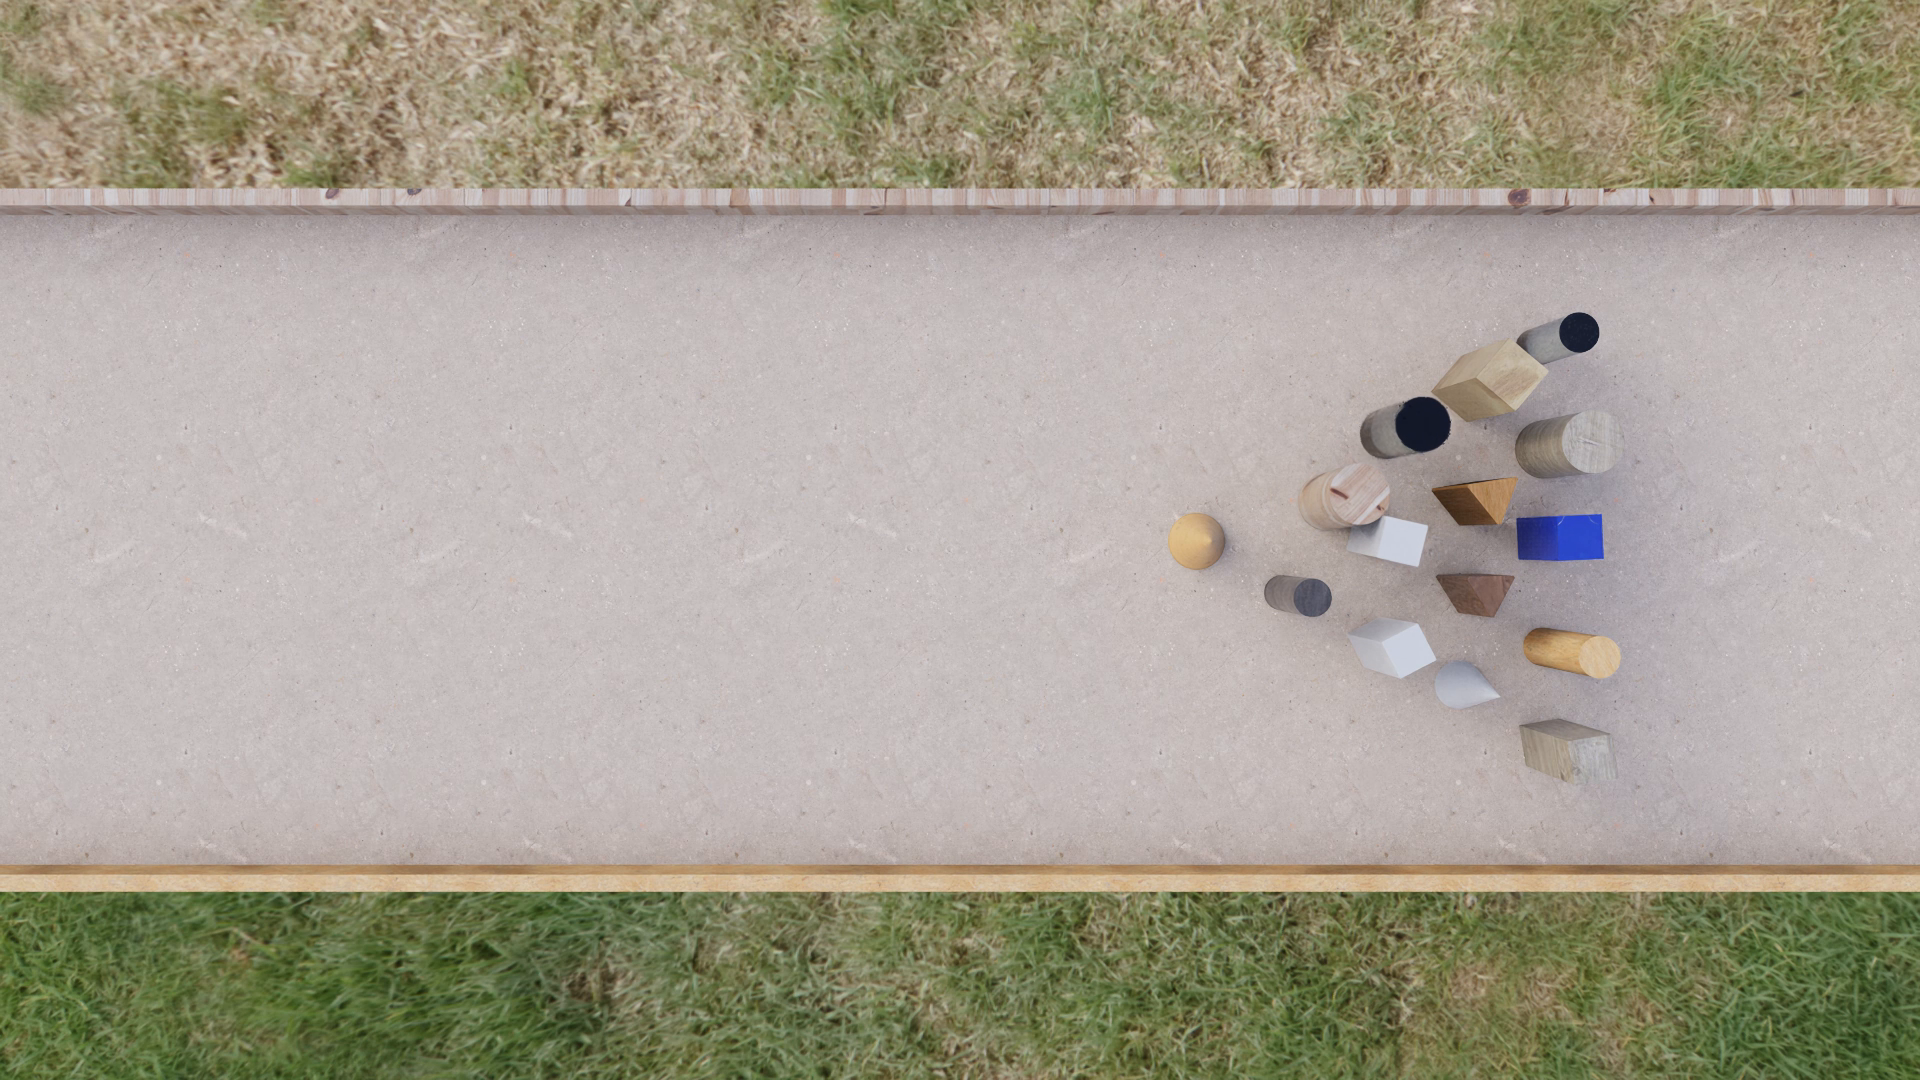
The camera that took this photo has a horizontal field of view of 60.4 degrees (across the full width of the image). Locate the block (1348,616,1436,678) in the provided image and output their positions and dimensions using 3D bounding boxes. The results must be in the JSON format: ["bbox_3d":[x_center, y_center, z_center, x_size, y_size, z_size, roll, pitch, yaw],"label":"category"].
[{"bbox_3d":[1.268,0.314,4.867,0.116,0.420,0.116,-27,90,0],"label":"block"}]

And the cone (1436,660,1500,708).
[{"bbox_3d":[1.536,0.446,4.882,0.149,0.389,0.149,0,90,0],"label":"cone"}]

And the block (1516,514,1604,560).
[{"bbox_3d":[1.780,-0.007,4.904,0.129,0.345,0.129,-3,90,0],"label":"block"}]

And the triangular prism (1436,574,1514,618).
[{"bbox_3d":[1.551,0.136,4.919,0.117,0.316,0.135,-32,90,0],"label":"triangular prism"}]

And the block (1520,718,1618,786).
[{"bbox_3d":[1.793,0.622,4.873,0.127,0.407,0.127,-10,90,0],"label":"block"}]

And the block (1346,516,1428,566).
[{"bbox_3d":[1.257,-0.004,4.874,0.120,0.399,0.120,13,93,0],"label":"block"}]

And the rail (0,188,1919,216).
[{"bbox_3d":[-2.247,-1.025,5.002,12.000,0.150,0.050,0,90,0],"label":"rail"}]

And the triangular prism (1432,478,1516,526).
[{"bbox_3d":[1.544,-0.139,4.894,0.124,0.365,0.143,-39,90,0],"label":"triangular prism"}]

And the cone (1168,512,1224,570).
[{"bbox_3d":[0.728,0.004,4.924,0.175,0.305,0.175,0,90,0],"label":"cone"}]

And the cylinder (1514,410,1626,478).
[{"bbox_3d":[1.798,-0.279,4.878,0.180,0.396,0.180,0,90,0],"label":"cylinder"}]

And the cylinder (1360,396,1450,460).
[{"bbox_3d":[1.308,-0.327,4.868,0.157,0.417,0.157,0,90,0],"label":"cylinder"}]

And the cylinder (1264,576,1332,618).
[{"bbox_3d":[0.990,0.162,4.853,0.109,0.448,0.109,0,90,0],"label":"cylinder"}]

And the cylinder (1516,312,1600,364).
[{"bbox_3d":[1.768,-0.592,4.892,0.116,0.368,0.116,0,90,0],"label":"cylinder"}]

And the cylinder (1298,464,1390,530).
[{"bbox_3d":[1.136,-0.124,4.896,0.176,0.350,0.176,0,87,-3],"label":"cylinder"}]

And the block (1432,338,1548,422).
[{"bbox_3d":[1.551,-0.465,4.852,0.146,0.448,0.146,40,90,0],"label":"block"}]

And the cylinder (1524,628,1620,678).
[{"bbox_3d":[1.792,0.328,4.848,0.118,0.457,0.118,0,90,0],"label":"cylinder"}]

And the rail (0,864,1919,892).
[{"bbox_3d":[-2.247,1.025,5.001,12.000,0.150,0.050,0,90,0],"label":"rail"}]
